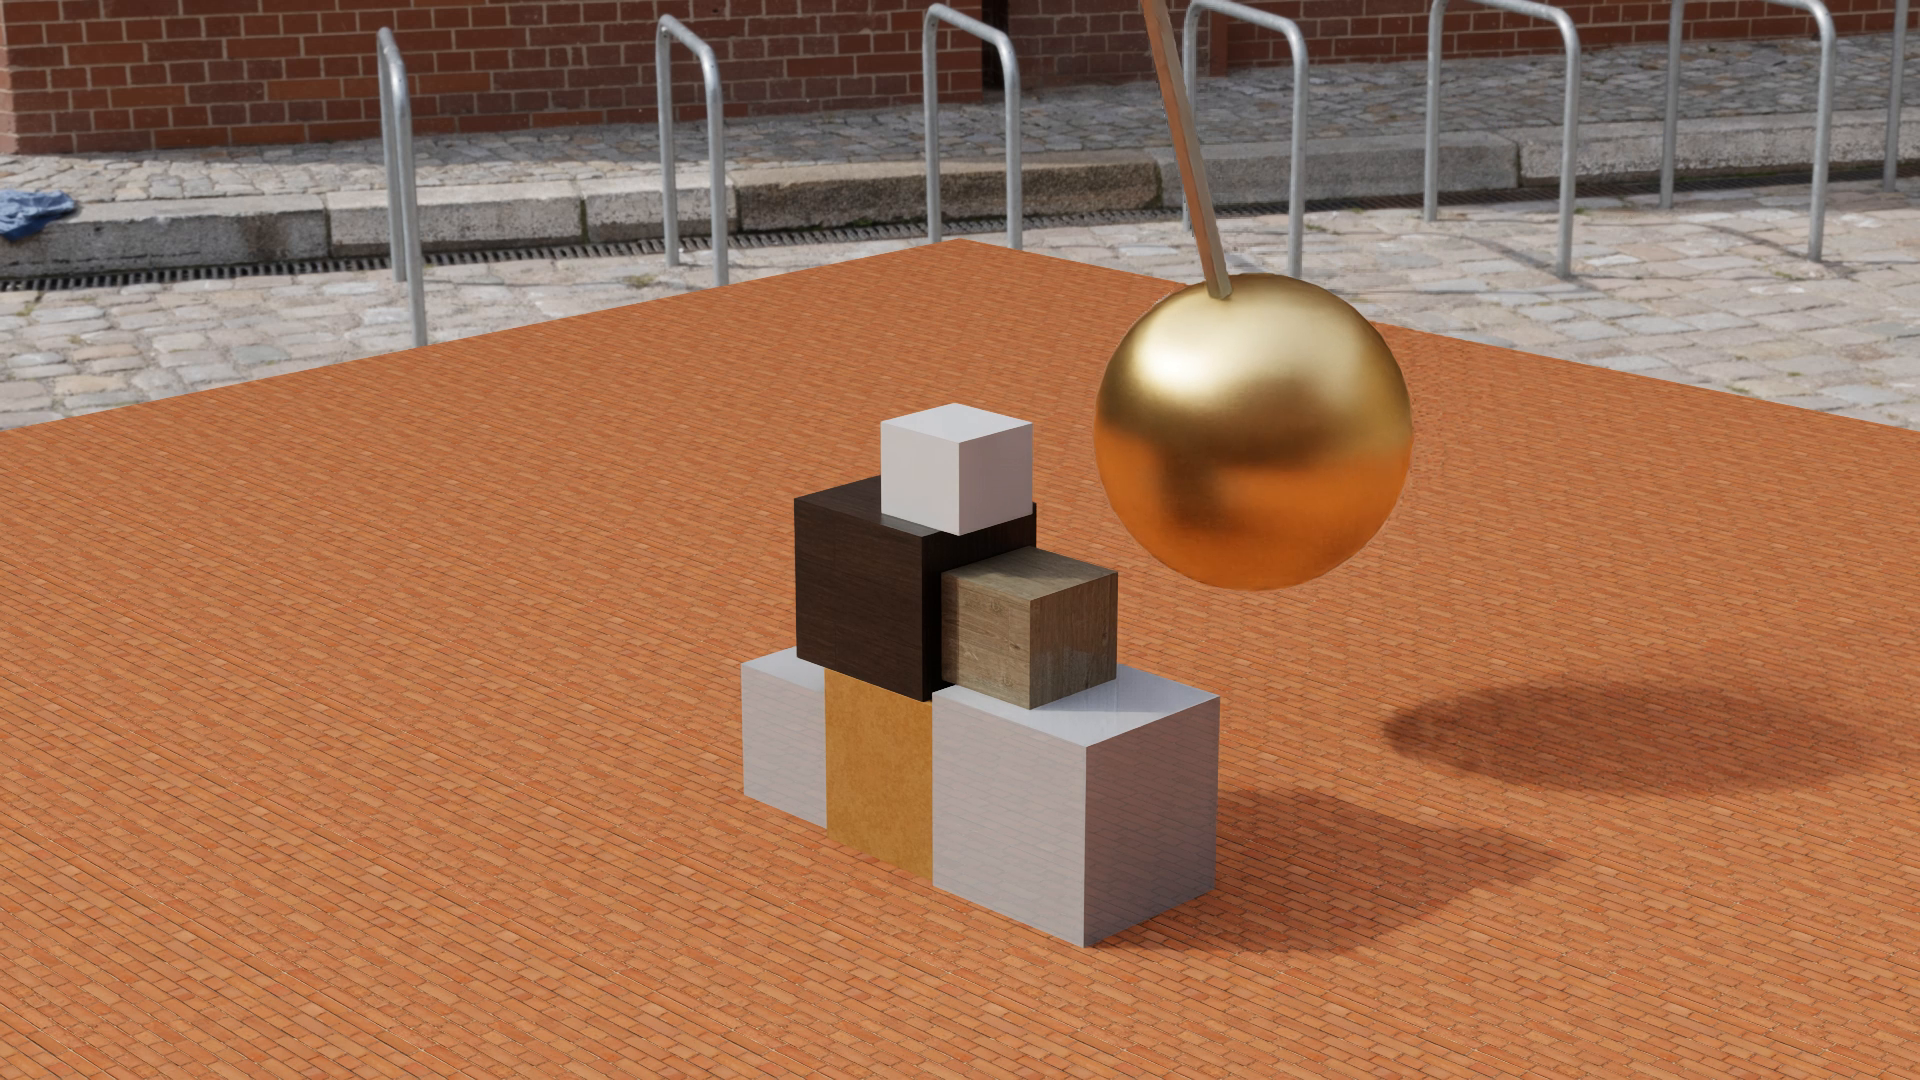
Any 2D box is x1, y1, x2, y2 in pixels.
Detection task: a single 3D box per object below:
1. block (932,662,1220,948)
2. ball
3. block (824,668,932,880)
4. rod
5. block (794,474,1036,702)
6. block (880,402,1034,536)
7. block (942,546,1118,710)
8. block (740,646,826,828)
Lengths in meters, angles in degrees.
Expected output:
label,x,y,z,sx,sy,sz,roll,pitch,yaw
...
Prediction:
label,x,y,z,sx,sy,sz,roll,pitch,yaw
block,0.517,1.132,13.183,0.879,0.935,0.932,-17,24,-42
ball,1.467,-0.540,14.709,1.600,1.600,1.600,0,17,0
block,-0.101,0.999,13.746,0.757,0.852,0.737,-17,24,-42
rod,0.636,-3.334,12.960,0.080,5.200,0.080,17,44,42
block,-0.207,0.190,13.599,0.738,0.779,0.844,-17,24,-42
block,-0.014,-0.325,13.225,0.470,0.427,0.497,-17,24,-42
block,0.311,0.385,13.156,0.569,0.507,0.549,-17,24,-42
block,-0.595,0.925,14.260,0.646,0.684,0.667,-17,24,-42
